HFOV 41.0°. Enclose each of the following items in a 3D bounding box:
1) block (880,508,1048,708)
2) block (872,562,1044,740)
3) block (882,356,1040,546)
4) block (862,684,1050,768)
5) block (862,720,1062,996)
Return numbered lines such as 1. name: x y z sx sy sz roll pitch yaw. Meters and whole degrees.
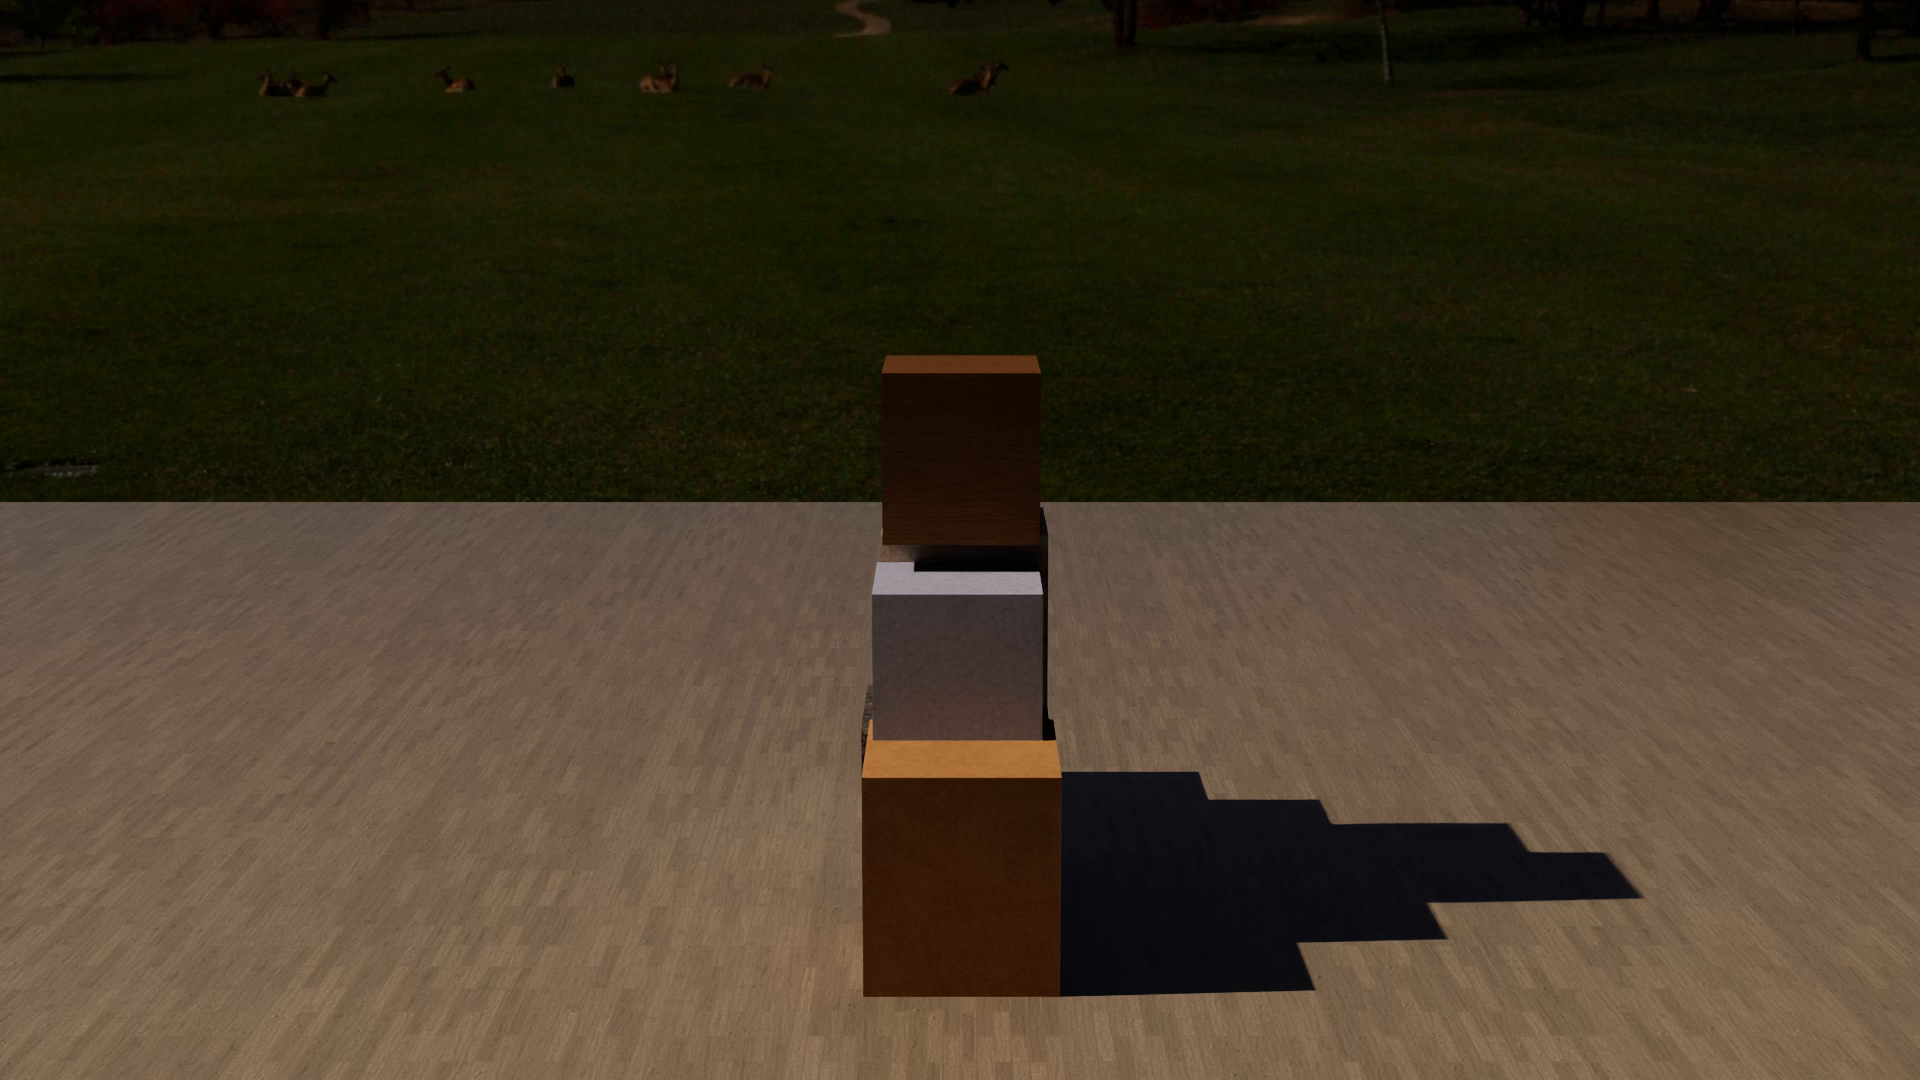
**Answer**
1. block: 0.020 0.286 11.240 0.706 0.752 0.721 0 10 0
2. block: -0.010 0.449 10.549 0.679 0.598 0.677 0 10 0
3. block: 0.005 -0.390 10.864 0.651 0.713 0.672 0 10 0
4. block: -0.018 1.118 11.089 0.783 0.832 0.791 0 10 0
5. block: 0.007 1.251 10.246 0.759 0.873 0.895 0 10 0
